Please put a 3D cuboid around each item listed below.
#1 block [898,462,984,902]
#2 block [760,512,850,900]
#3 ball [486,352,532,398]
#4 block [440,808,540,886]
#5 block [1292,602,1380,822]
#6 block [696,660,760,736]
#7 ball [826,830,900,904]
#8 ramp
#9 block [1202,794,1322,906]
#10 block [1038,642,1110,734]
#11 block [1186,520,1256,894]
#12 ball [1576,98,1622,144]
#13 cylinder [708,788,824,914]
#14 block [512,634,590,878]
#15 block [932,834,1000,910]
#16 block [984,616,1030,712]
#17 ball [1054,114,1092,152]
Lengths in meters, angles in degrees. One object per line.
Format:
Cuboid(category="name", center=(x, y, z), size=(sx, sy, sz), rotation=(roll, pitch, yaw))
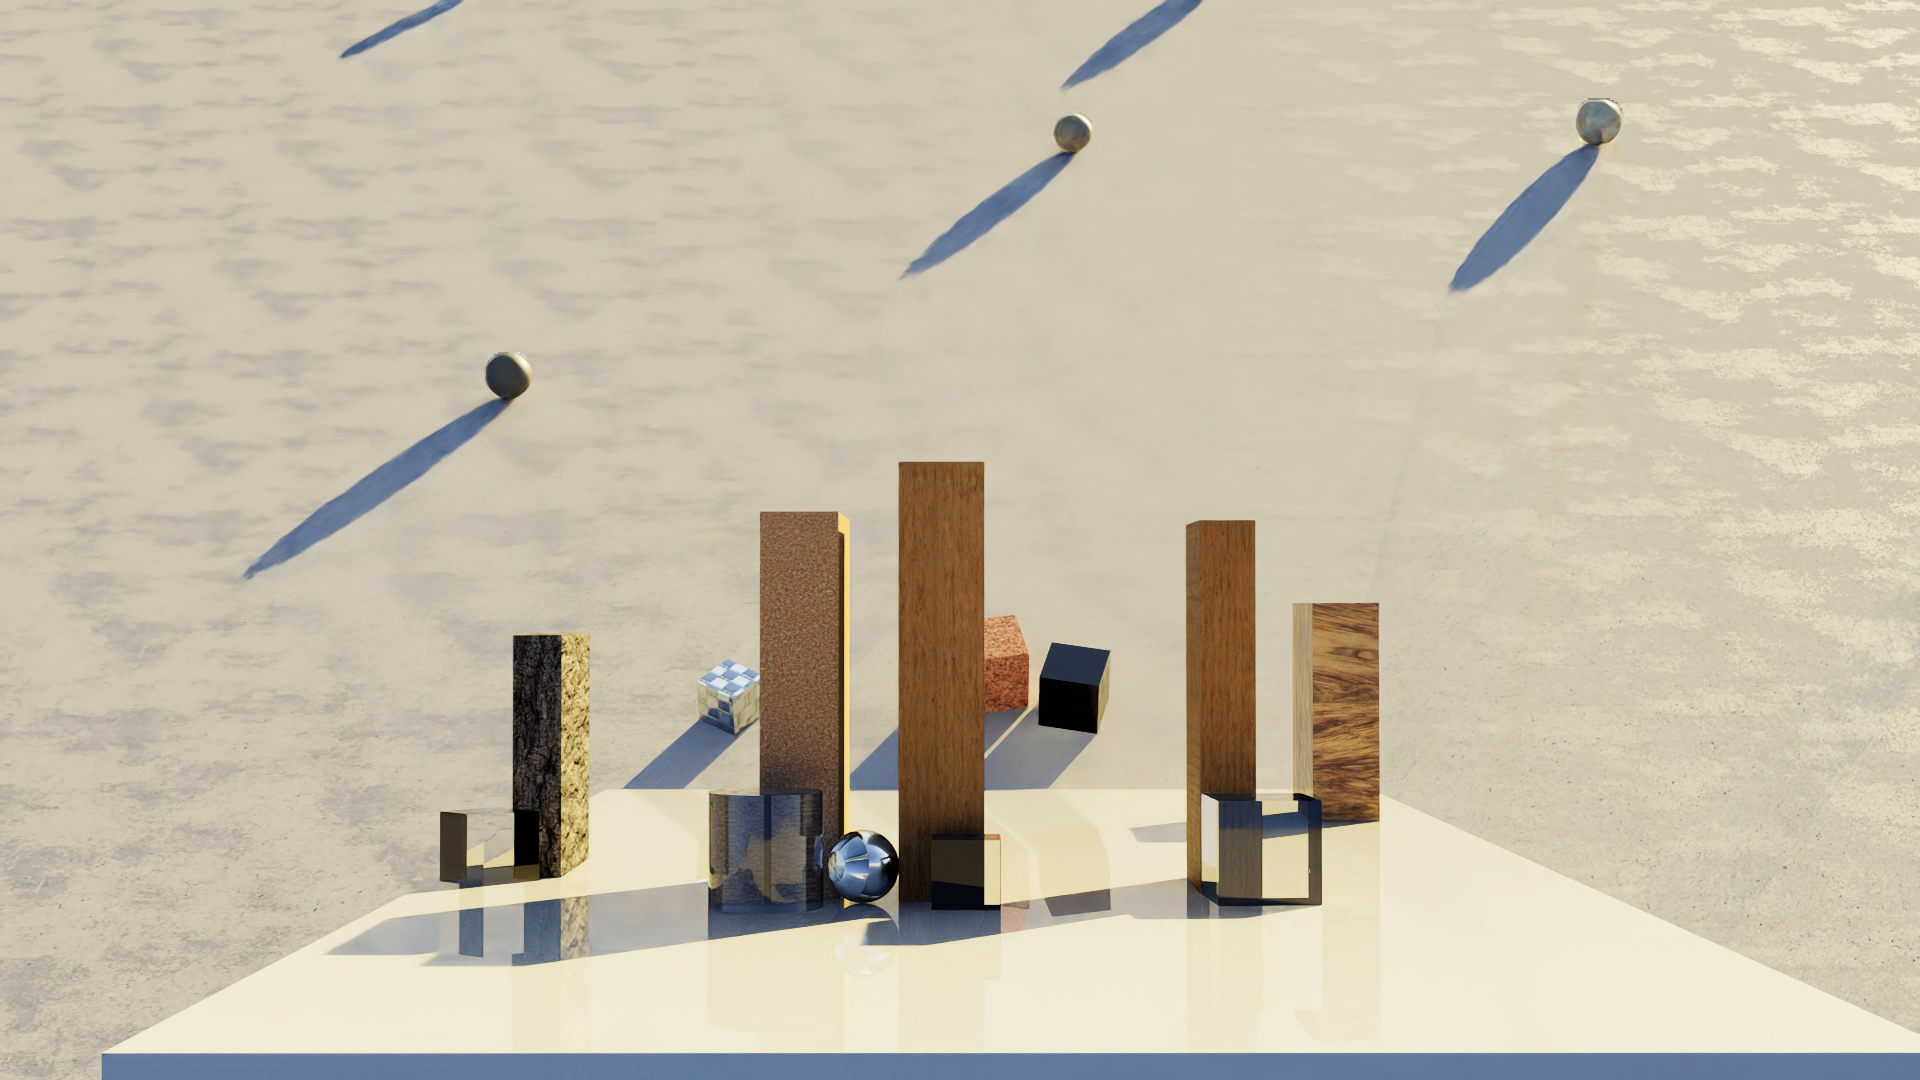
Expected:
Cuboid(category="block", center=(-0.030, 0.235, 4.409), size=(0.140, 0.716, 0.372), rotation=(0, -1, 0))
Cuboid(category="block", center=(-0.264, 0.276, 4.462), size=(0.129, 0.635, 0.426), rotation=(0, -1, 0))
Cuboid(category="ball", center=(-1.491, -0.542, 8.575), size=(0.152, 0.152, 0.152), rotation=(0, 34, 0))
Cuboid(category="block", center=(-0.822, 0.535, 4.538), size=(0.122, 0.122, 0.122), rotation=(-1, -2, 41))
Cuboid(category="block", center=(0.860, 0.388, 5.958), size=(0.149, 0.487, 0.346), rotation=(0, -1, 0))
Cuboid(category="block", center=(-0.629, 0.434, 7.147), size=(0.130, 0.130, 0.130), rotation=(23, 40, 30))
Cuboid(category="ball", center=(-0.157, 0.528, 4.200), size=(0.119, 0.119, 0.119), rotation=(0, 34, 0))
Cuboid(category="ramp", center=(0.075, 0.652, 4.793), size=(2.000, 0.100, 4.000), rotation=(0, -1, 0))
Cuboid(category="block", center=(0.492, 0.504, 4.245), size=(0.168, 0.168, 0.168), rotation=(0, -1, -4))
Cuboid(category="block", center=(0.315, 0.408, 7.154), size=(0.166, 0.166, 0.166), rotation=(8, 35, 11))
Cuboid(category="block", center=(0.448, 0.282, 4.468), size=(0.093, 0.624, 0.266), rotation=(0, -1, 0))
Cuboid(category="ball", center=(2.504, -1.639, 10.177), size=(0.179, 0.179, 0.179), rotation=(0, 34, 0))
Cuboid(category="cylinder", center=(-0.310, 0.494, 4.152), size=(0.184, 0.184, 0.184), rotation=(0, -1, 0))
Cuboid(category="block", center=(-0.750, 0.387, 4.773), size=(0.086, 0.429, 0.348), rotation=(0, -1, 0))
Cuboid(category="block", center=(0.010, 0.531, 4.161), size=(0.110, 0.110, 0.110), rotation=(0, -1, 0))
Cuboid(category="block", center=(0.081, 0.348, 7.224), size=(0.186, 0.186, 0.186), rotation=(-6, 35, -9))
Cuboid(category="ball", center=(0.441, -1.589, 10.128), size=(0.150, 0.150, 0.150), rotation=(0, 34, 0))
